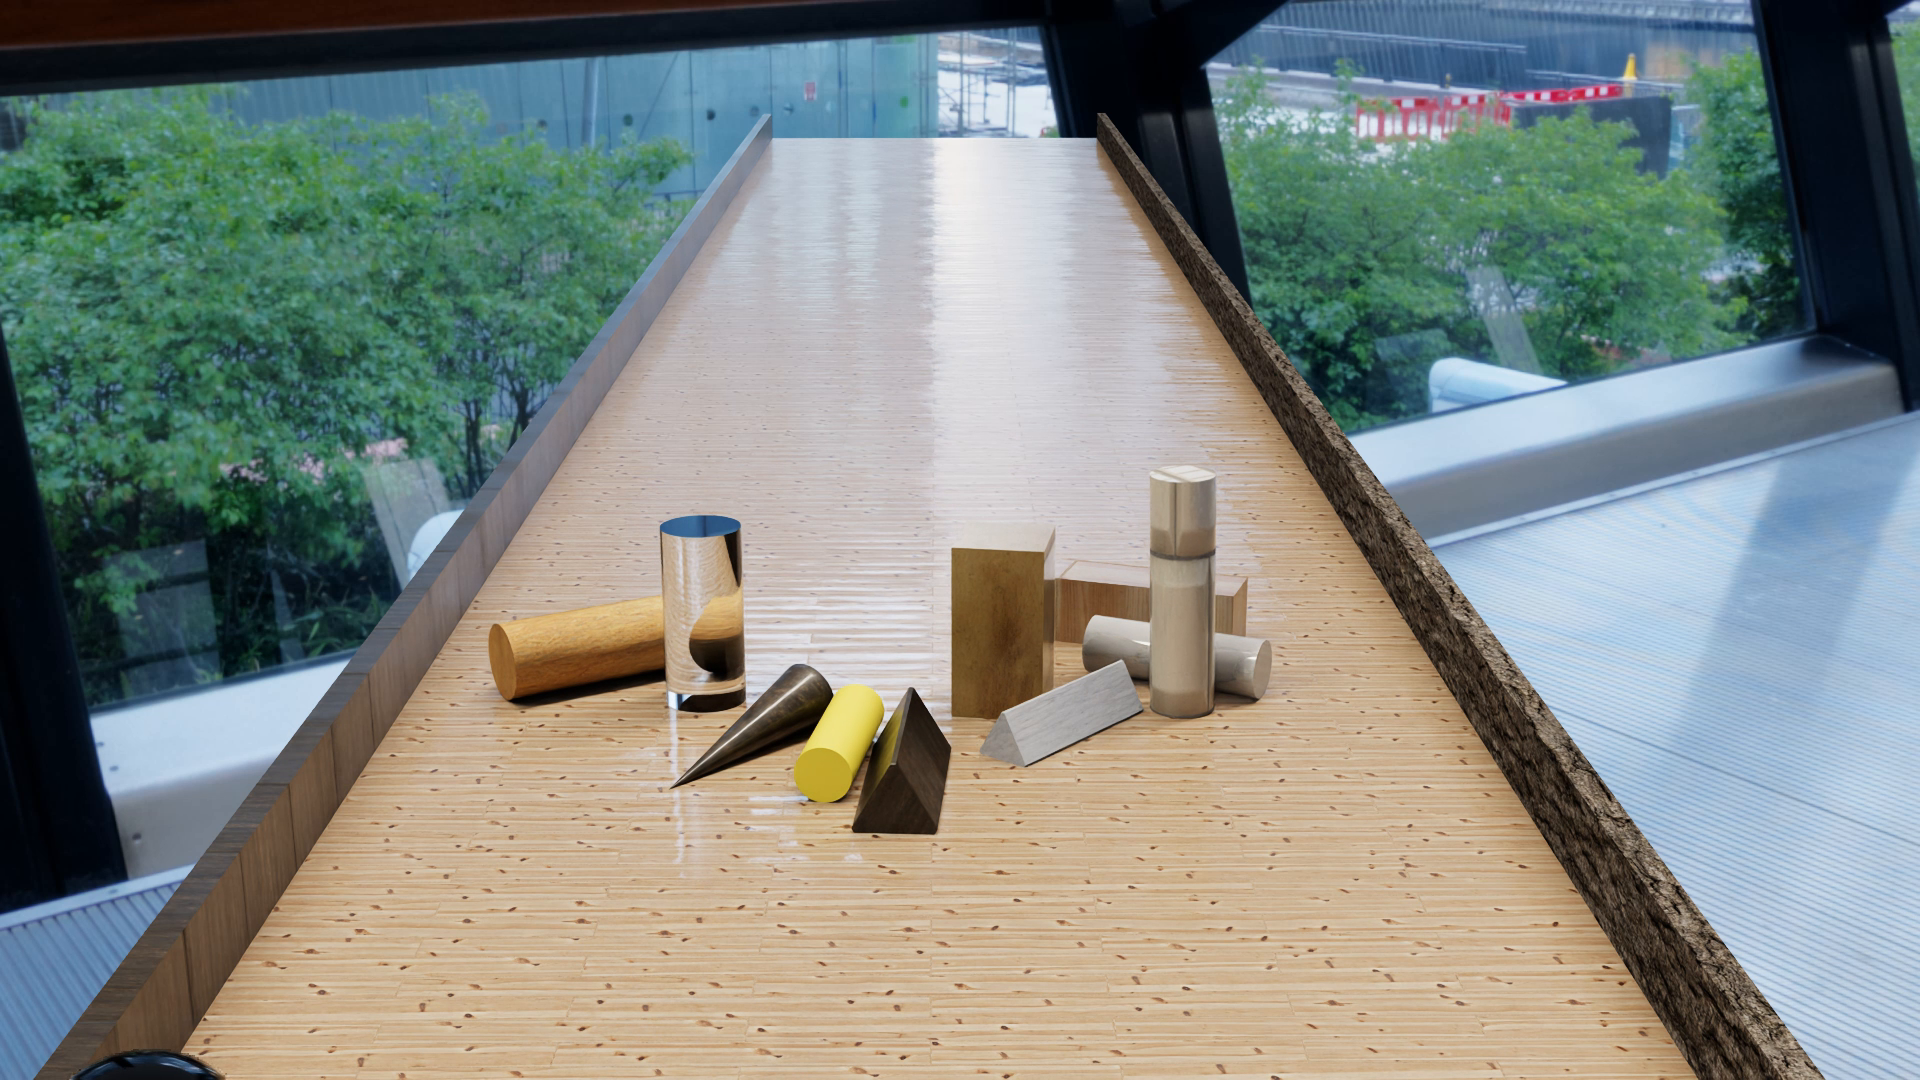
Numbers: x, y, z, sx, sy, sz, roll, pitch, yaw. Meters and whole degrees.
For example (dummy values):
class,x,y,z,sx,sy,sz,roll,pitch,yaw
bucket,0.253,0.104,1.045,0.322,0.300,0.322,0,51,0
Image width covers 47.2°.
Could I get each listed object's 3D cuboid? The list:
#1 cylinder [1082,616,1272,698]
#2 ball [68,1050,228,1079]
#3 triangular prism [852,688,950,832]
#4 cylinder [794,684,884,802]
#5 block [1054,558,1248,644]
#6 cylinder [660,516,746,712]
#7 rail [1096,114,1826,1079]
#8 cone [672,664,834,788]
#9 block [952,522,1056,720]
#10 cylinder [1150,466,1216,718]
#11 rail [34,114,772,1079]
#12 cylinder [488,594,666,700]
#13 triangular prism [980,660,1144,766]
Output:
class,x,y,z,sx,sy,sz,roll,pitch,yaw
cylinder,0.420,0.225,4.269,0.349,0.114,0.114,8,18,24
ball,-0.903,0.697,2.427,0.260,0.260,0.260,0,17,0
triangular prism,-0.097,0.370,3.762,0.138,0.120,0.362,1,17,3
cylinder,-0.209,0.353,3.863,0.100,0.100,0.312,2,17,8
block,0.379,0.140,4.517,0.398,0.136,0.136,6,17,18
cylinder,-0.485,0.139,4.158,0.152,0.343,0.152,0,17,0
rail,0.932,-0.844,7.801,0.050,0.150,12.000,0,17,-1
cone,-0.390,0.357,3.921,0.122,0.122,0.387,12,29,34
block,0.082,0.151,4.134,0.171,0.331,0.171,3,17,9
cylinder,0.415,0.097,4.096,0.122,0.455,0.122,-1,16,0
rail,-1.118,-0.838,7.780,0.050,0.150,12.000,0,17,-1
cylinder,-0.700,0.202,4.287,0.402,0.148,0.148,-10,19,-30
triangular prism,0.190,0.308,4.025,0.104,0.090,0.358,14,21,38
